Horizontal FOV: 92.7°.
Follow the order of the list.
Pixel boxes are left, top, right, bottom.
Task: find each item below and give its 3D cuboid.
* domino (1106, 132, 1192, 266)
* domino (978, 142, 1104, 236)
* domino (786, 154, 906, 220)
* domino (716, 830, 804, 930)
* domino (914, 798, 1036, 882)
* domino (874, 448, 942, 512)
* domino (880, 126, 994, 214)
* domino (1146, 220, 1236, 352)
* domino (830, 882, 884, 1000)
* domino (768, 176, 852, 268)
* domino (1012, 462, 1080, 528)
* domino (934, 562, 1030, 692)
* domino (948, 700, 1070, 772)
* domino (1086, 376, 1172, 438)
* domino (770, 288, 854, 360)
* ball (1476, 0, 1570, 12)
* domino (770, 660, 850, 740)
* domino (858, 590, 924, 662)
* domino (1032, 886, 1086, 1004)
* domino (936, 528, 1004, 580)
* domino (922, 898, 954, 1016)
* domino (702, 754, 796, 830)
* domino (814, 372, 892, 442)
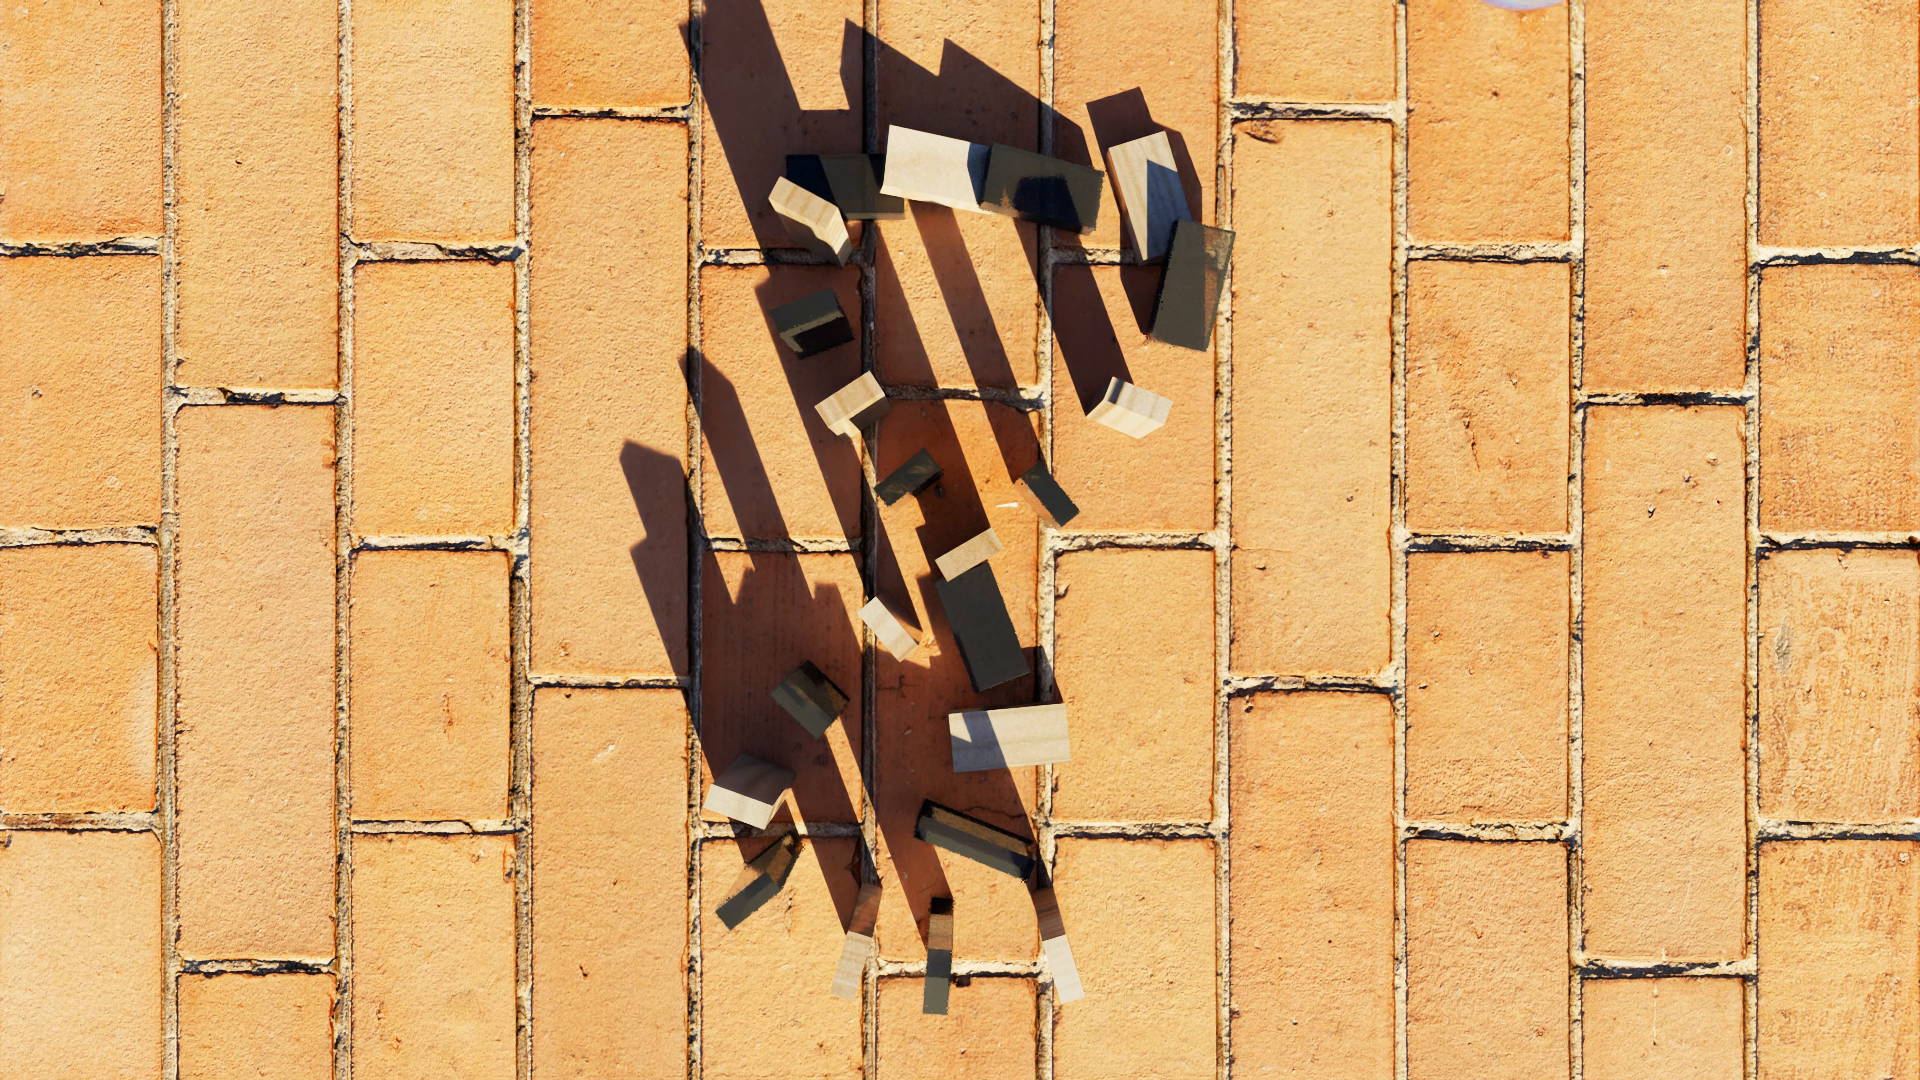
[{"bbox_3d":[0.083,-0.147,0.395,0.025,0.009,0.050,-17,90,0],"label":"domino"},{"bbox_3d":[0.035,-0.149,0.390,0.050,0.009,0.025,9,90,-13],"label":"domino"},{"bbox_3d":[-0.049,-0.152,0.395,0.050,0.009,0.025,-1,90,0],"label":"domino"},{"bbox_3d":[-0.081,0.138,0.375,0.025,0.050,0.009,-38,90,0],"label":"domino"},{"bbox_3d":[0.006,0.126,0.388,0.050,0.025,0.010,22,90,0],"label":"domino"},{"bbox_3d":[-0.020,-0.024,0.375,0.025,0.050,0.010,-38,90,0],"label":"domino"},{"bbox_3d":[-0.007,-0.157,0.389,0.050,0.009,0.025,6,90,-14],"label":"domino"},{"bbox_3d":[0.098,-0.107,0.389,0.025,0.009,0.050,10,101,-6],"label":"domino"},{"bbox_3d":[-0.042,0.163,0.375,0.010,0.050,0.025,17,90,0],"label":"domino"},{"bbox_3d":[-0.060,-0.129,0.375,0.025,0.050,0.010,28,90,0],"label":"domino"},{"bbox_3d":[0.035,-0.017,0.375,0.009,0.050,0.025,-40,90,0],"label":"domino"},{"bbox_3d":[0.010,0.037,0.395,0.025,0.010,0.050,-21,90,0],"label":"domino"},{"bbox_3d":[0.021,0.084,0.395,0.050,0.009,0.025,-5,90,0],"label":"domino"},{"bbox_3d":[0.068,-0.053,0.375,0.025,0.050,0.010,22,90,0],"label":"domino"},{"bbox_3d":[-0.059,-0.088,0.375,0.025,0.050,0.009,-20,90,0],"label":"domino"},{"bbox_3d":[0.232,-0.254,0.360,0.080,0.080,0.080,0,90,0],"label":"ball"},{"bbox_3d":[-0.060,0.064,0.375,0.025,0.050,0.009,44,90,0],"label":"domino"},{"bbox_3d":[-0.028,0.034,0.375,0.009,0.050,0.025,-41,90,0],"label":"domino"},{"bbox_3d":[0.040,0.164,0.375,0.010,0.050,0.025,-17,90,0],"label":"domino"},{"bbox_3d":[0.004,0.006,0.375,0.025,0.050,0.010,-30,90,0],"label":"domino"},{"bbox_3d":[-0.009,0.169,0.375,0.009,0.050,0.025,5,90,0],"label":"domino"},{"bbox_3d":[-0.085,0.102,0.375,0.025,0.050,0.010,20,90,0],"label":"domino"},{"bbox_3d":[-0.042,-0.054,0.375,0.025,0.050,0.009,-33,90,0],"label":"domino"}]
